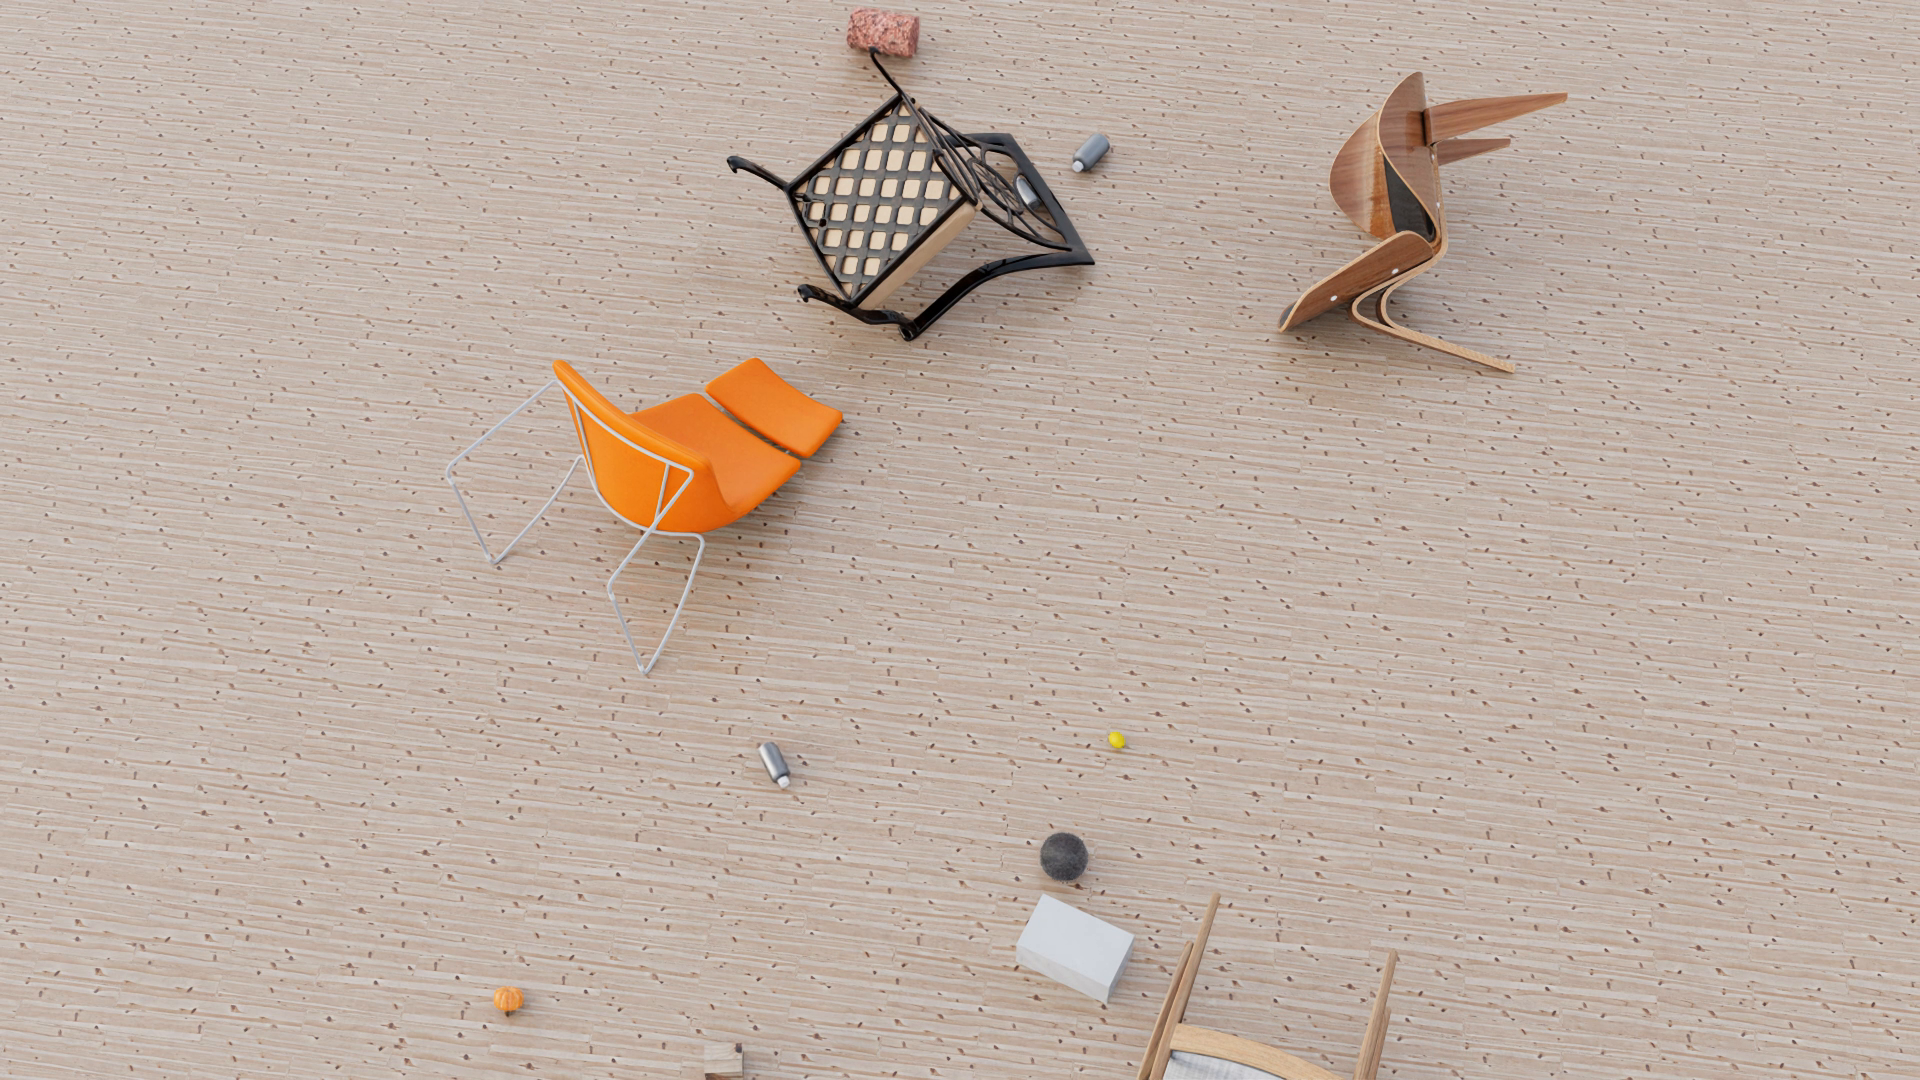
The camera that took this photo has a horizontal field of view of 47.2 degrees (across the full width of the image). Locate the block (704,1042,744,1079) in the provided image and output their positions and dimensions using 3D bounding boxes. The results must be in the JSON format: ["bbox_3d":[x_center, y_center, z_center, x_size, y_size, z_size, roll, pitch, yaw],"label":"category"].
[{"bbox_3d":[-0.604,1.339,5.635,0.095,0.066,0.075,-2,56,-2],"label":"block"}]

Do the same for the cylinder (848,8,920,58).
[{"bbox_3d":[-0.267,-1.769,7.672,0.218,0.136,0.167,12,21,8],"label":"cylinder"}]

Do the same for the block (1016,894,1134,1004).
[{"bbox_3d":[0.302,1.075,5.784,0.265,0.114,0.161,23,59,15],"label":"block"}]

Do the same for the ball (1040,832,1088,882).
[{"bbox_3d":[0.280,0.853,5.923,0.131,0.131,0.131,0,56,0],"label":"ball"}]
